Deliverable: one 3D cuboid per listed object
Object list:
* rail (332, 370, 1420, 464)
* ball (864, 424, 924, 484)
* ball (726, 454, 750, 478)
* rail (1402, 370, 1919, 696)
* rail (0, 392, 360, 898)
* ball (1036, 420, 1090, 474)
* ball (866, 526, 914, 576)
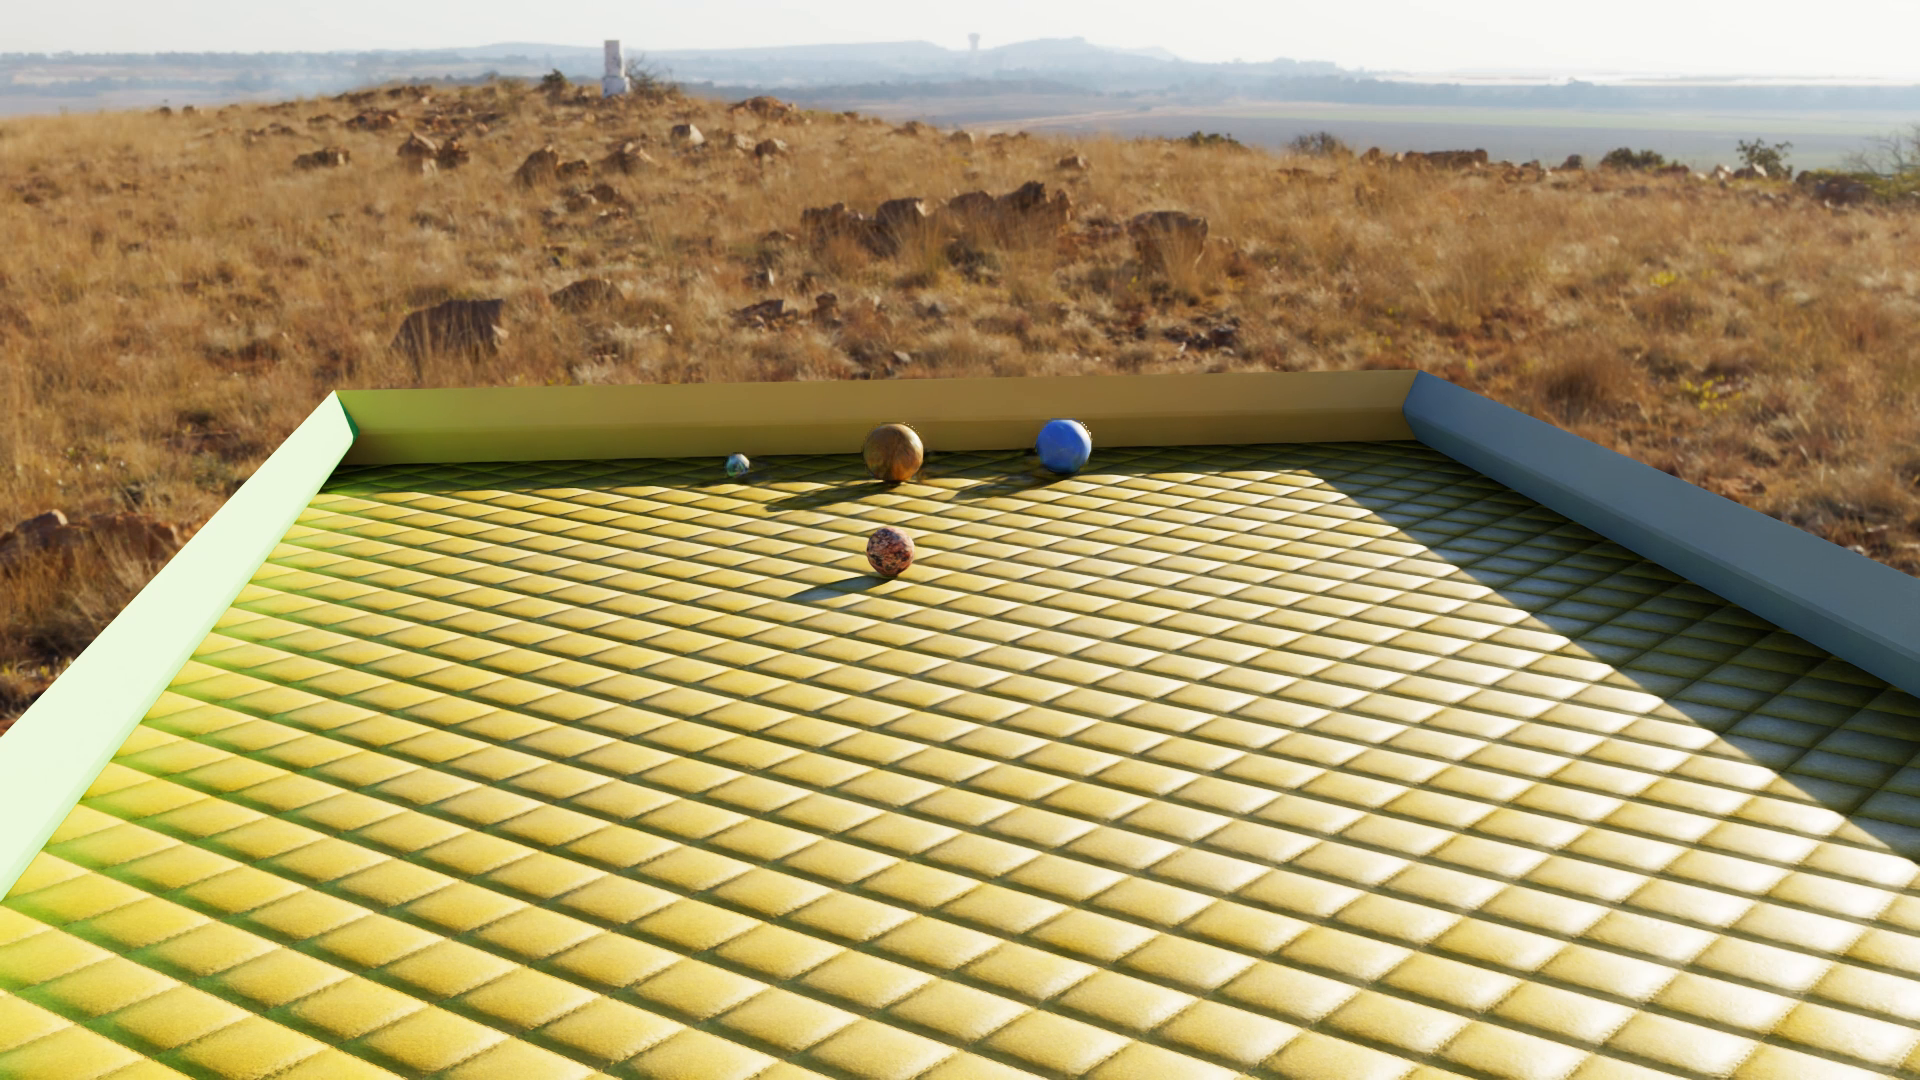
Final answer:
[{"bbox_3d":[-0.112,-0.212,3.809,1.896,0.126,0.045,-2,13,-7],"label":"rail"},{"bbox_3d":[-0.108,-0.141,3.561,0.097,0.097,0.097,0,13,0],"label":"ball"},{"bbox_3d":[-0.364,-0.121,3.602,0.040,0.040,0.040,0,13,0],"label":"ball"},{"bbox_3d":[1.031,0.131,2.269,0.045,0.126,3.477,-2,13,-7],"label":"rail"},{"bbox_3d":[-0.801,0.184,2.030,0.045,0.126,3.477,-2,13,-7],"label":"rail"},{"bbox_3d":[0.171,-0.154,3.636,0.091,0.091,0.091,0,13,0],"label":"ball"},{"bbox_3d":[-0.093,0.015,2.936,0.065,0.065,0.065,0,13,0],"label":"ball"}]
